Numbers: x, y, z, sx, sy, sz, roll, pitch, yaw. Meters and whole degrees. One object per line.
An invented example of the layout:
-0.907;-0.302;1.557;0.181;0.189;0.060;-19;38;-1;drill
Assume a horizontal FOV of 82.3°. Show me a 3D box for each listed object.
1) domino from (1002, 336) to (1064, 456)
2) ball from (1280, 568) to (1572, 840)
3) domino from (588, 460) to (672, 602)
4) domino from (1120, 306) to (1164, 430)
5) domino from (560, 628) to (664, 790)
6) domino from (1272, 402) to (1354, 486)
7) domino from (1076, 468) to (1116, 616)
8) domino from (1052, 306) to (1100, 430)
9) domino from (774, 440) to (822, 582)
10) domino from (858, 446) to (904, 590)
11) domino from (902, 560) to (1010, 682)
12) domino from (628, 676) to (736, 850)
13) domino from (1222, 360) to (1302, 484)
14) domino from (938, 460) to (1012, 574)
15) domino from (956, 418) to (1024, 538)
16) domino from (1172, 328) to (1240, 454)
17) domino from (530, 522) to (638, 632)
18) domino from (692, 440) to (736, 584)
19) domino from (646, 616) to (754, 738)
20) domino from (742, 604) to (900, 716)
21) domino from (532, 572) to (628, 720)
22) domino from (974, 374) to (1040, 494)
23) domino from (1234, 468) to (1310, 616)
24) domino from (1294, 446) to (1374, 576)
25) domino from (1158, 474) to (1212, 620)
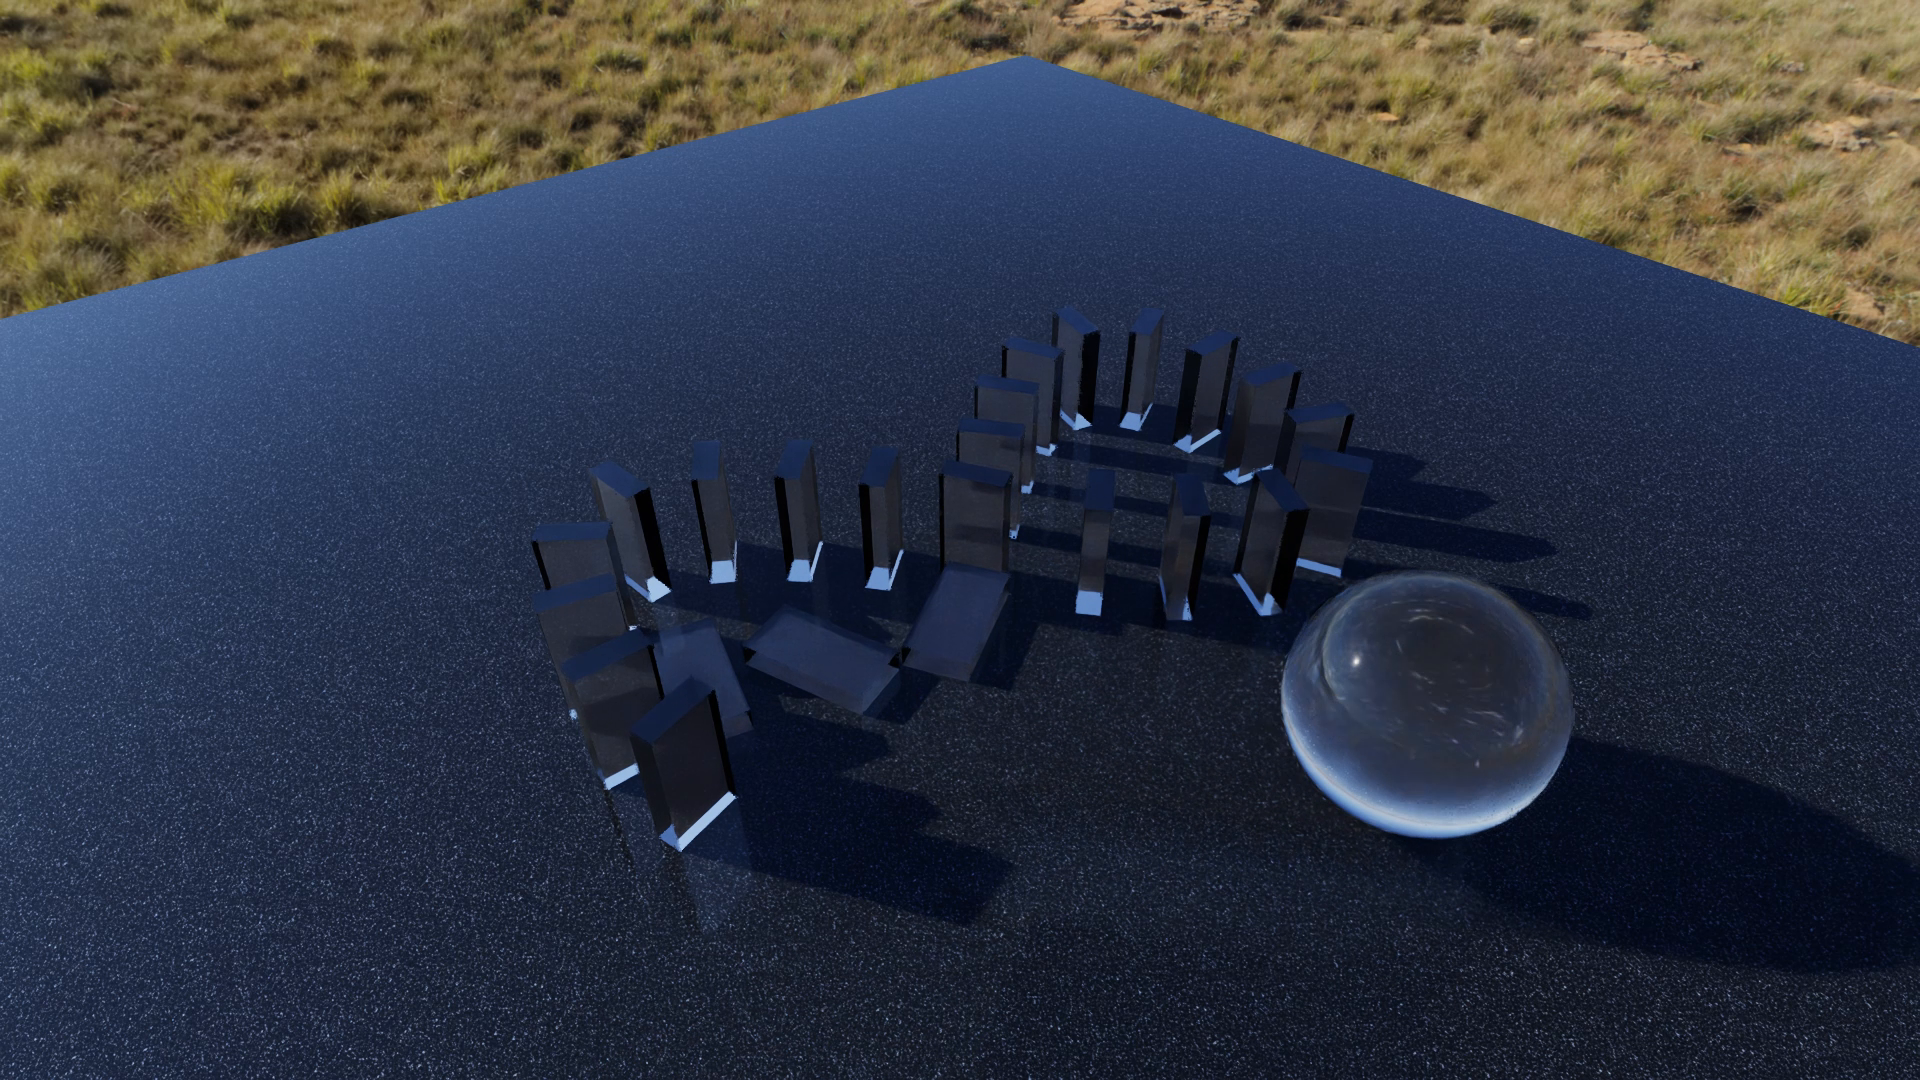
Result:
0.031;-0.064;0.489;0.025;0.050;0.010;18;43;21;domino
0.138;0.048;0.329;0.080;0.080;0.080;0;39;0;ball
-0.124;-0.003;0.415;0.025;0.050;0.009;31;48;32;domino
0.084;-0.079;0.507;0.010;0.050;0.025;15;42;17;domino
-0.106;0.054;0.346;0.025;0.050;0.010;-27;46;-29;domino
0.142;-0.031;0.449;0.025;0.050;0.009;-9;40;-11;domino
0.050;0.001;0.410;0.010;0.050;0.025;6;40;7;domino
0.052;-0.079;0.508;0.010;0.050;0.025;-18;43;-20;domino
-0.062;-0.011;0.425;0.009;0.050;0.025;3;39;4;domino
-0.030;-0.008;0.421;0.010;0.050;0.025;6;40;8;domino
-0.001;0.029;0.408;0.025;0.010;0.050;12;41;15;domino
-0.082;0.067;0.329;0.009;0.050;0.025;23;45;26;domino
0.129;-0.050;0.472;0.025;0.050;0.010;-20;43;-23;domino
0.006;-0.005;0.418;0.025;0.050;0.010;12;41;15;domino
0.012;-0.024;0.441;0.025;0.050;0.009;7;40;9;domino
0.110;-0.066;0.493;0.025;0.050;0.010;-31;49;-32;domino
-0.133;0.016;0.391;0.025;0.050;0.009;-2;39;-3;domino
-0.094;-0.011;0.424;0.010;0.050;0.025;-5;40;-6;domino
-0.092;0.049;0.383;0.025;0.009;0.050;-16;42;-19;domino
-0.049;0.042;0.392;0.050;0.010;0.025;20;43;22;domino
-0.123;0.036;0.368;0.025;0.050;0.009;-17;42;-20;domino
0.019;-0.044;0.466;0.025;0.050;0.009;10;40;12;domino
0.115;0.001;0.410;0.010;0.050;0.025;-9;40;-10;domino
0.140;-0.011;0.425;0.025;0.050;0.009;16;42;19;domino
0.083;0.003;0.408;0.009;0.050;0.025;0;39;1;domino
